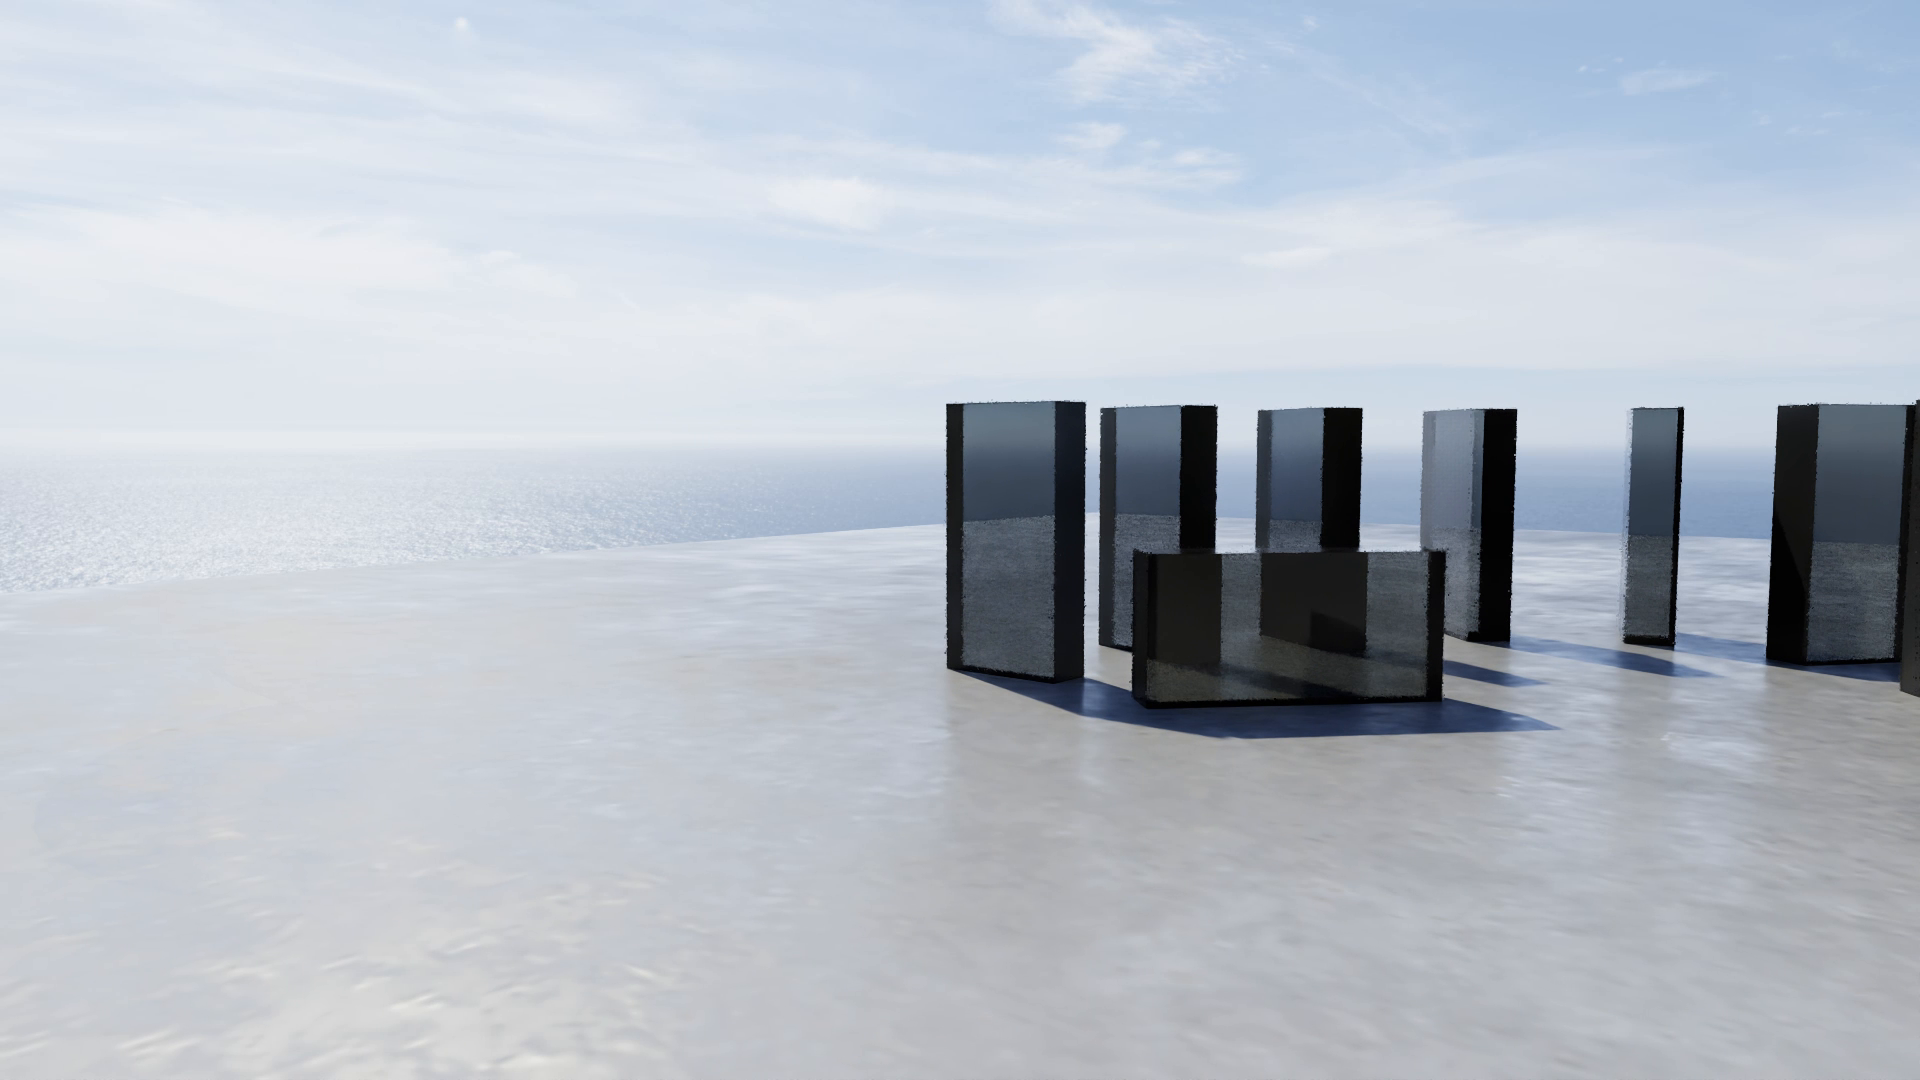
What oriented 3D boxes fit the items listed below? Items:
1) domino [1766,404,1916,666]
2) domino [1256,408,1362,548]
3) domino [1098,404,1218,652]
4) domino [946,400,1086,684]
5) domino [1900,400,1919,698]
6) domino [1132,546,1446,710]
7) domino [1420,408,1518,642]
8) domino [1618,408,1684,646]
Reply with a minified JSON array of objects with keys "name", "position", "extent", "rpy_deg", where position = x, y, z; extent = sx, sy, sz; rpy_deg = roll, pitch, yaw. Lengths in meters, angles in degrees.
[{"name":"domino","position":[0.173,-0.001,0.251],"extent":[0.025,0.050,0.010],"rpy_deg":[-1,4,-12]},{"name":"domino","position":[0.075,-0.003,0.279],"extent":[0.009,0.050,0.025],"rpy_deg":[-1,5,-19]},{"name":"domino","position":[0.040,-0.002,0.262],"extent":[0.010,0.050,0.025],"rpy_deg":[-3,5,-32]},{"name":"domino","position":[0.010,0.000,0.237],"extent":[0.025,0.050,0.010],"rpy_deg":[4,6,40]},{"name":"domino","position":[0.174,0.002,0.213],"extent":[0.025,0.050,0.010],"rpy_deg":[1,4,10]},{"name":"domino","position":[0.054,0.014,0.213],"extent":[0.050,0.025,0.009],"rpy_deg":[-1,4,-7]},{"name":"domino","position":[0.113,-0.004,0.287],"extent":[0.010,0.050,0.025],"rpy_deg":[0,4,-4]},{"name":"domino","position":[0.151,-0.004,0.281],"extent":[0.009,0.050,0.025],"rpy_deg":[2,5,25]}]
